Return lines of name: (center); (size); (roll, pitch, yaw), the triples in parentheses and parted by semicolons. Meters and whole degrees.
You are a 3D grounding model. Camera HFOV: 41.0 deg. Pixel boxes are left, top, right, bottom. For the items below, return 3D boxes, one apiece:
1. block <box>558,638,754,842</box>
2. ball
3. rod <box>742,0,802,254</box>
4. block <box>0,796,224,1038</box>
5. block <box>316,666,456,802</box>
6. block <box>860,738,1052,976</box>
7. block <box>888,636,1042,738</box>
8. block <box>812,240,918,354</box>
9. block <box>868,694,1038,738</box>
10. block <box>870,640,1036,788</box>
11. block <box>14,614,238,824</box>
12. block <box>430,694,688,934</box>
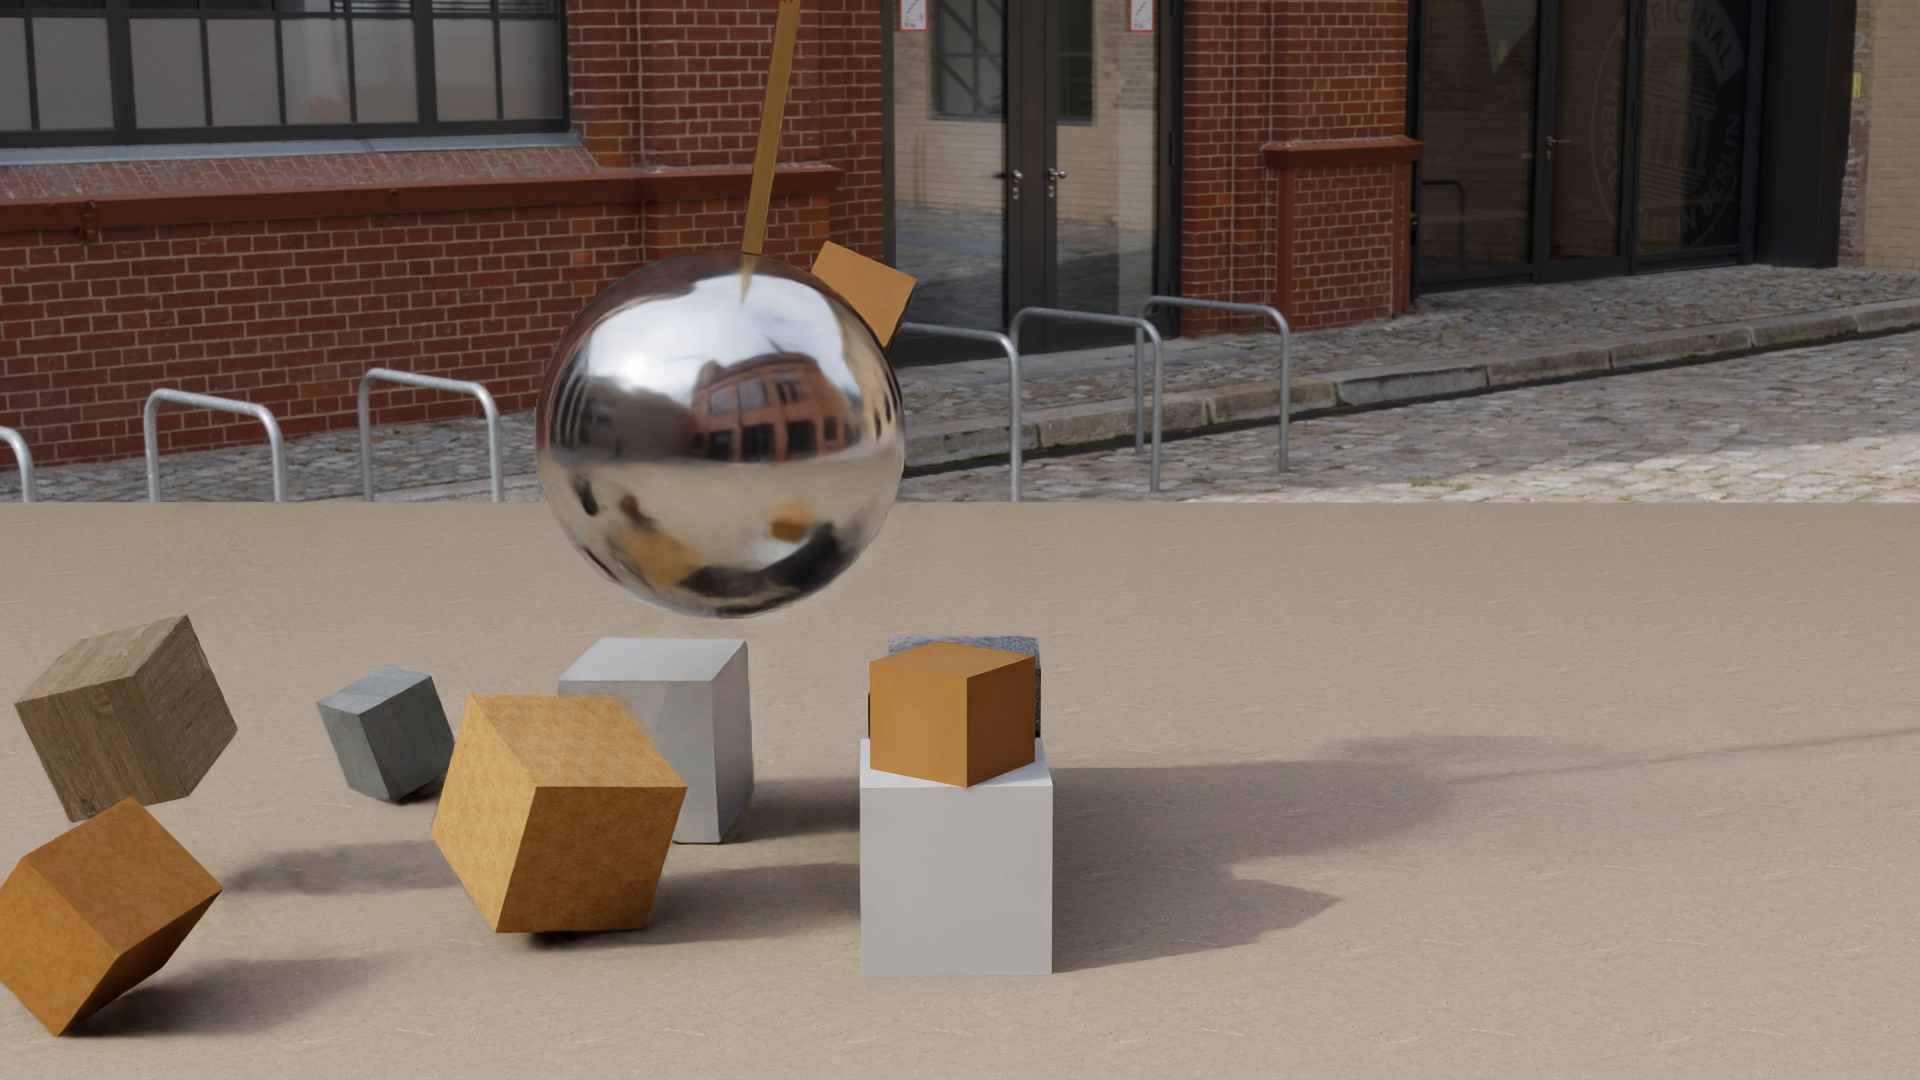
block: (-1.422, 0.933, 12.119); (0.721, 0.772, 0.713); (0, 14, 9)
ball: (-1.030, -0.452, 11.098); (1.600, 1.600, 1.600); (0, 10, 0)
rod: (-0.446, -3.748, 10.499); (0.080, 5.200, 0.080); (10, 10, -2)
block: (-3.247, 1.406, 9.633); (0.505, 0.518, 0.609); (44, 27, 4)
block: (-2.808, 0.950, 12.638); (0.421, 0.483, 0.430); (-30, 24, -35)
block: (-0.026, 1.273, 10.410); (0.752, 0.772, 0.741); (0, 10, -2)
block: (0.016, 0.917, 12.351); (0.723, 0.777, 0.711); (0, 10, 0)
block: (-0.510, -1.040, 11.857); (0.454, 0.394, 0.413); (23, -26, 0)
block: (-0.039, 1.131, 11.125); (0.706, 0.795, 0.702); (0, 10, -3)
block: (-0.028, 0.688, 10.245); (0.473, 0.438, 0.473); (7, 13, 35)
block: (-3.549, 0.758, 10.957); (0.559, 0.583, 0.590); (-13, 22, 11)
block: (-1.674, 1.126, 10.645); (0.676, 0.682, 0.749); (4, 24, -35)
